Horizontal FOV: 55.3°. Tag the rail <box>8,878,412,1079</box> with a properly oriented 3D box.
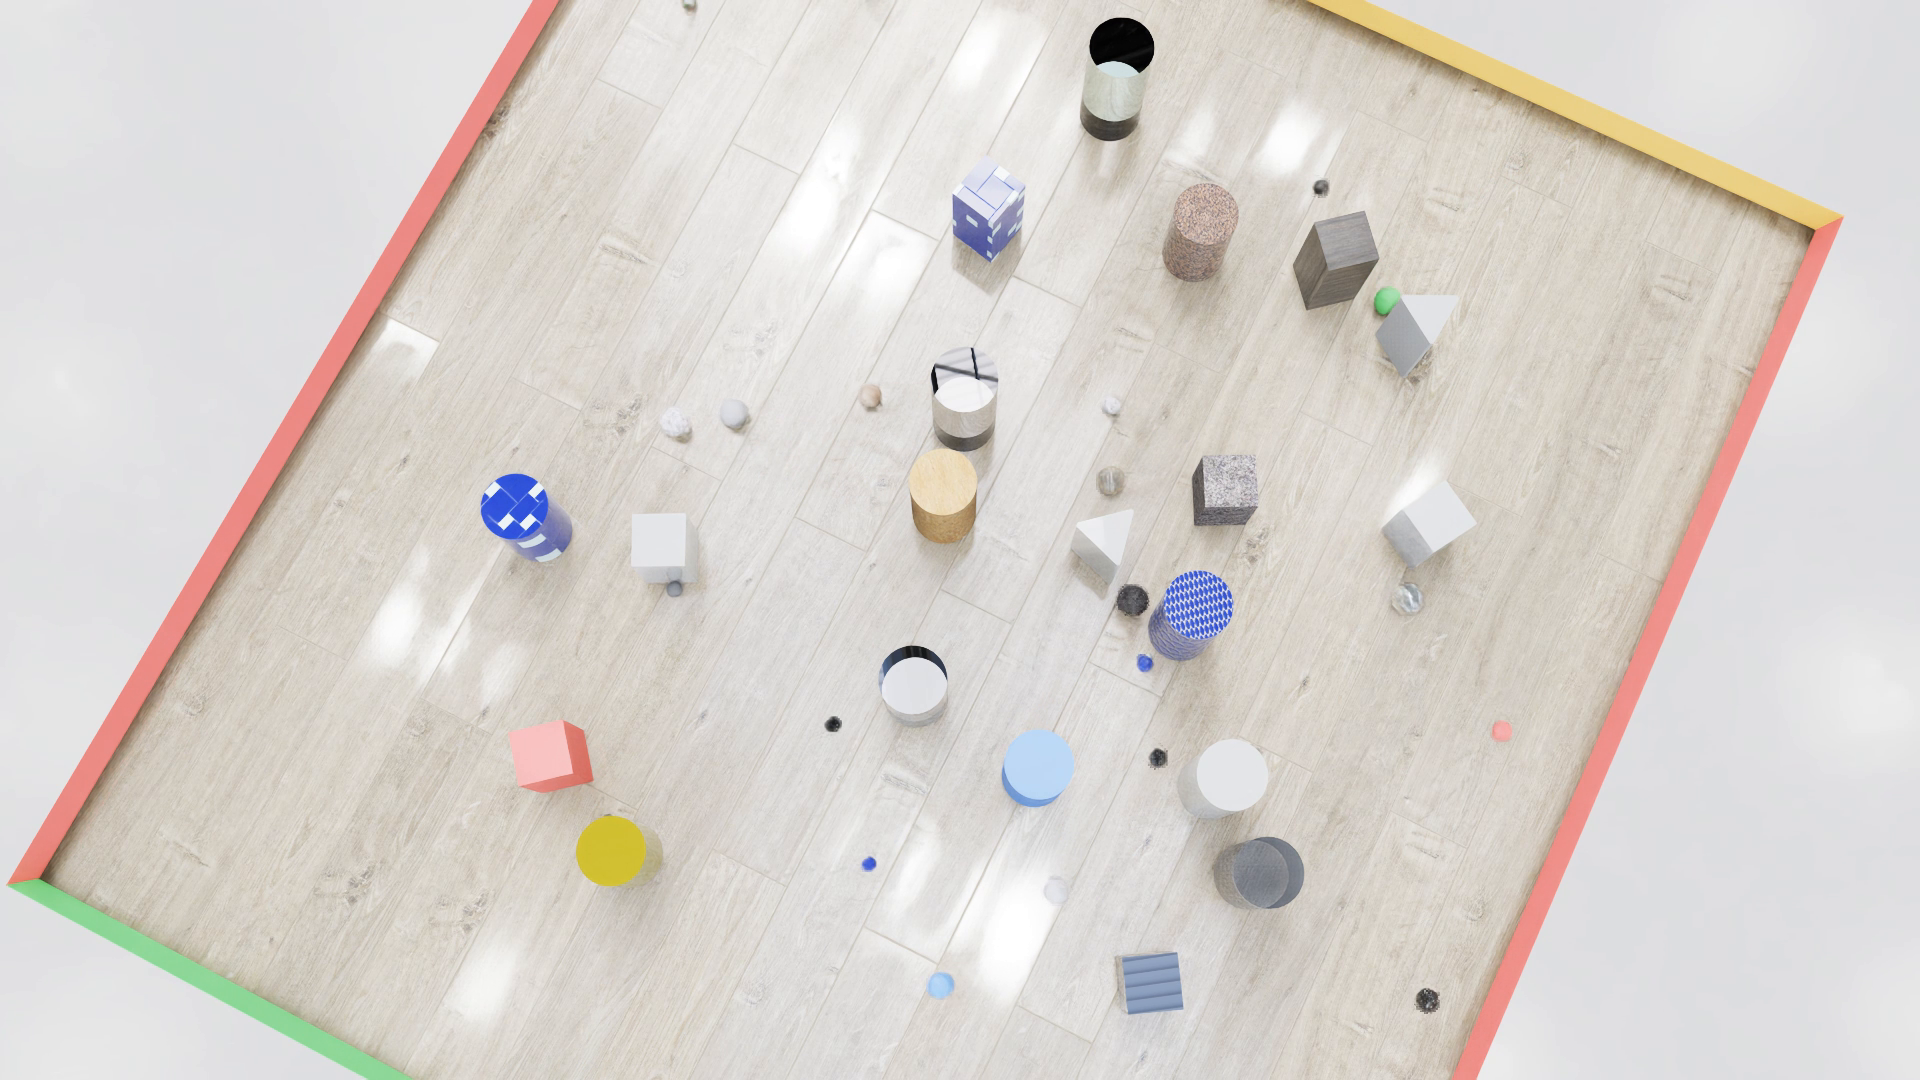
[{"bbox_3d":[-0.949,1.865,5.165,4.006,0.127,0.045,26,80,5],"label":"rail"}]

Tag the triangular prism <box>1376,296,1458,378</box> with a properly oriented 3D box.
[{"bbox_3d":[1.365,-0.648,5.572,0.147,0.350,0.169,30,80,6],"label":"triangular prism"}]

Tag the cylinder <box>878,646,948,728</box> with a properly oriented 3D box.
[{"bbox_3d":[-0.133,0.430,5.339,0.196,0.368,0.196,0,78,0],"label":"cylinder"}]

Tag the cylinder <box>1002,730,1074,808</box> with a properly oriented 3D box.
[{"bbox_3d":[0.221,0.663,5.293,0.196,0.364,0.196,0,78,0],"label":"cylinder"}]

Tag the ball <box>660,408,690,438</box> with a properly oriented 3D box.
[{"bbox_3d":[-0.876,-0.363,5.645,0.091,0.091,0.091,0,78,0],"label":"ball"}]

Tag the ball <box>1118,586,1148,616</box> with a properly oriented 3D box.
[{"bbox_3d":[0.521,0.185,5.530,0.094,0.094,0.094,0,78,0],"label":"ball"}]

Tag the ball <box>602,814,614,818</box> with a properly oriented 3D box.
[{"bbox_3d":[-1.040,0.830,5.424,0.041,0.041,0.041,0,78,0],"label":"ball"}]

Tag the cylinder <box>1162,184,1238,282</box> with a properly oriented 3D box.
[{"bbox_3d":[0.737,-0.943,5.644,0.196,0.329,0.196,0,78,0],"label":"cylinder"}]

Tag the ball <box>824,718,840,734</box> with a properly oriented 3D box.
[{"bbox_3d":[-0.381,0.554,5.478,0.046,0.046,0.046,0,78,0],"label":"ball"}]

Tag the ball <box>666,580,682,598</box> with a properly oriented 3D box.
[{"bbox_3d":[-0.866,0.149,5.560,0.050,0.050,0.050,0,78,0],"label":"ball"}]

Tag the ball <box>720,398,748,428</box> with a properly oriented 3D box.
[{"bbox_3d":[-0.697,-0.391,5.652,0.088,0.088,0.088,0,78,0],"label":"ball"}]

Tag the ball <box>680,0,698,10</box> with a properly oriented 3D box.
[{"bbox_3d":[-0.880,-1.749,5.952,0.052,0.052,0.052,0,78,0],"label":"ball"}]

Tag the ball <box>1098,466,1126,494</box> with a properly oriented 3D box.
[{"bbox_3d":[0.464,-0.184,5.610,0.087,0.087,0.087,0,78,0],"label":"ball"}]

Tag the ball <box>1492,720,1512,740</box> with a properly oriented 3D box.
[{"bbox_3d":[1.619,0.569,5.468,0.060,0.060,0.060,0,78,0],"label":"ball"}]

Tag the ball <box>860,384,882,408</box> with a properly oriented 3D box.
[{"bbox_3d":[-0.275,-0.446,5.673,0.070,0.070,0.070,0,78,0],"label":"ball"}]

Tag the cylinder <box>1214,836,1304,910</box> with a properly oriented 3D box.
[{"bbox_3d":[0.847,0.952,5.217,0.196,0.396,0.196,0,78,0],"label":"cylinder"}]

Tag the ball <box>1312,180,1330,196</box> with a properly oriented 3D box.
[{"bbox_3d":[1.147,-1.121,5.822,0.051,0.051,0.051,0,78,0],"label":"ball"}]

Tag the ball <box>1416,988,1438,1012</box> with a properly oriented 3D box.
[{"bbox_3d":[1.354,1.331,5.308,0.064,0.064,0.064,0,78,0],"label":"ball"}]

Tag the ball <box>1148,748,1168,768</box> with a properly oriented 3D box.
[{"bbox_3d":[0.590,0.648,5.454,0.055,0.055,0.055,0,78,0],"label":"ball"}]

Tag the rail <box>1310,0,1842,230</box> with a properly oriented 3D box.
[{"bbox_3d":[0.949,-1.851,5.934,4.006,0.127,0.045,26,80,5],"label":"rail"}]

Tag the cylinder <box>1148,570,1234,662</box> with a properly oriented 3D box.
[{"bbox_3d":[0.667,0.226,5.342,0.196,0.446,0.196,0,78,0],"label":"cylinder"}]

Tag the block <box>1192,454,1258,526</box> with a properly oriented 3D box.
[{"bbox_3d":[0.796,-0.148,5.514,0.156,0.260,0.156,-1,78,0],"label":"block"}]

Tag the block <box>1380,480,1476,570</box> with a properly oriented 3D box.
[{"bbox_3d":[1.399,-0.041,5.482,0.156,0.281,0.156,-33,80,-6],"label":"block"}]

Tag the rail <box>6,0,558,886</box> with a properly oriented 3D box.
[{"bbox_3d":[-1.770,-0.860,5.729,0.045,0.127,4.290,26,80,5],"label":"rail"}]

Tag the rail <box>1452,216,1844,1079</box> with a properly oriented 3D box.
[{"bbox_3d":[1.770,0.873,5.370,0.045,0.127,4.290,26,80,5],"label":"rail"}]

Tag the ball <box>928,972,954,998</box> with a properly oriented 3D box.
[{"bbox_3d":[-0.054,1.289,5.312,0.074,0.074,0.074,0,78,0],"label":"ball"}]

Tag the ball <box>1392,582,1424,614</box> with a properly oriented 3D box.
[{"bbox_3d":[1.353,0.177,5.530,0.098,0.098,0.098,0,78,0],"label":"ball"}]

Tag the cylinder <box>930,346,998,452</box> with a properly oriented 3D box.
[{"bbox_3d":[0.013,-0.414,5.470,0.196,0.455,0.196,0,78,0],"label":"cylinder"}]

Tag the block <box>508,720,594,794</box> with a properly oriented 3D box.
[{"bbox_3d":[-1.186,0.632,5.331,0.156,0.302,0.156,-13,79,-3],"label":"block"}]

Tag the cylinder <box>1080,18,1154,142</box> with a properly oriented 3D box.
[{"bbox_3d":[0.482,-1.421,5.678,0.196,0.456,0.196,0,78,0],"label":"cylinder"}]

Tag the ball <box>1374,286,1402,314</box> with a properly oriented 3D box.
[{"bbox_3d":[1.339,-0.748,5.727,0.088,0.088,0.088,0,78,0],"label":"ball"}]

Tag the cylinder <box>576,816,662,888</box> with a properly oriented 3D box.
[{"bbox_3d":[-0.977,0.901,5.276,0.196,0.302,0.196,0,78,0],"label":"cylinder"}]

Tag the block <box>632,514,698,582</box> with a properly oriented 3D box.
[{"bbox_3d":[-0.879,0.027,5.476,0.156,0.265,0.156,-1,78,0],"label":"block"}]

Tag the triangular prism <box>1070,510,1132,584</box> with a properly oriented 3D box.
[{"bbox_3d":[0.450,-0.006,5.460,0.147,0.310,0.169,-44,82,-8],"label":"triangular prism"}]

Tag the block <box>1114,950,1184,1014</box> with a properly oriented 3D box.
[{"bbox_3d":[0.538,1.261,5.230,0.156,0.246,0.156,-5,78,-1],"label":"block"}]

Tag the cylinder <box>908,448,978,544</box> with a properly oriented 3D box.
[{"bbox_3d":[-0.049,-0.126,5.436,0.196,0.404,0.196,0,78,0],"label":"cylinder"}]

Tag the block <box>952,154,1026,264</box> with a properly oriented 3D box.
[{"bbox_3d":[0.087,-1.017,5.655,0.156,0.337,0.156,38,81,7],"label":"block"}]

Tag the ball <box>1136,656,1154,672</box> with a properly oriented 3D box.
[{"bbox_3d":[0.557,0.373,5.514,0.050,0.050,0.050,0,78,0],"label":"ball"}]

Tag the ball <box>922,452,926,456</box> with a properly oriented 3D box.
[{"bbox_3d":[-0.096,-0.246,5.640,0.053,0.053,0.053,0,78,0],"label":"ball"}]

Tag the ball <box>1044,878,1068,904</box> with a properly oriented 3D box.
[{"bbox_3d":[0.281,1.028,5.365,0.076,0.076,0.076,0,78,0],"label":"ball"}]

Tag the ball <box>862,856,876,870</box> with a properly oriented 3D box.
[{"bbox_3d":[-0.266,0.954,5.398,0.041,0.041,0.041,0,78,0],"label":"ball"}]

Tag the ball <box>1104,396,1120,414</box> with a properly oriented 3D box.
[{"bbox_3d":[0.471,-0.418,5.675,0.055,0.055,0.055,0,78,0],"label":"ball"}]

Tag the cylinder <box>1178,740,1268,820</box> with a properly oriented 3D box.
[{"bbox_3d":[0.746,0.689,5.239,0.196,0.460,0.196,0,78,0],"label":"cylinder"}]

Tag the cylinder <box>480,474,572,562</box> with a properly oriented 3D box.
[{"bbox_3d":[-1.286,-0.063,5.456,0.196,0.340,0.196,0,78,0],"label":"cylinder"}]

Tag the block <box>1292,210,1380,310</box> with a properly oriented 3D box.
[{"bbox_3d":[1.147,-0.851,5.608,0.156,0.363,0.156,-14,79,-3],"label":"block"}]
